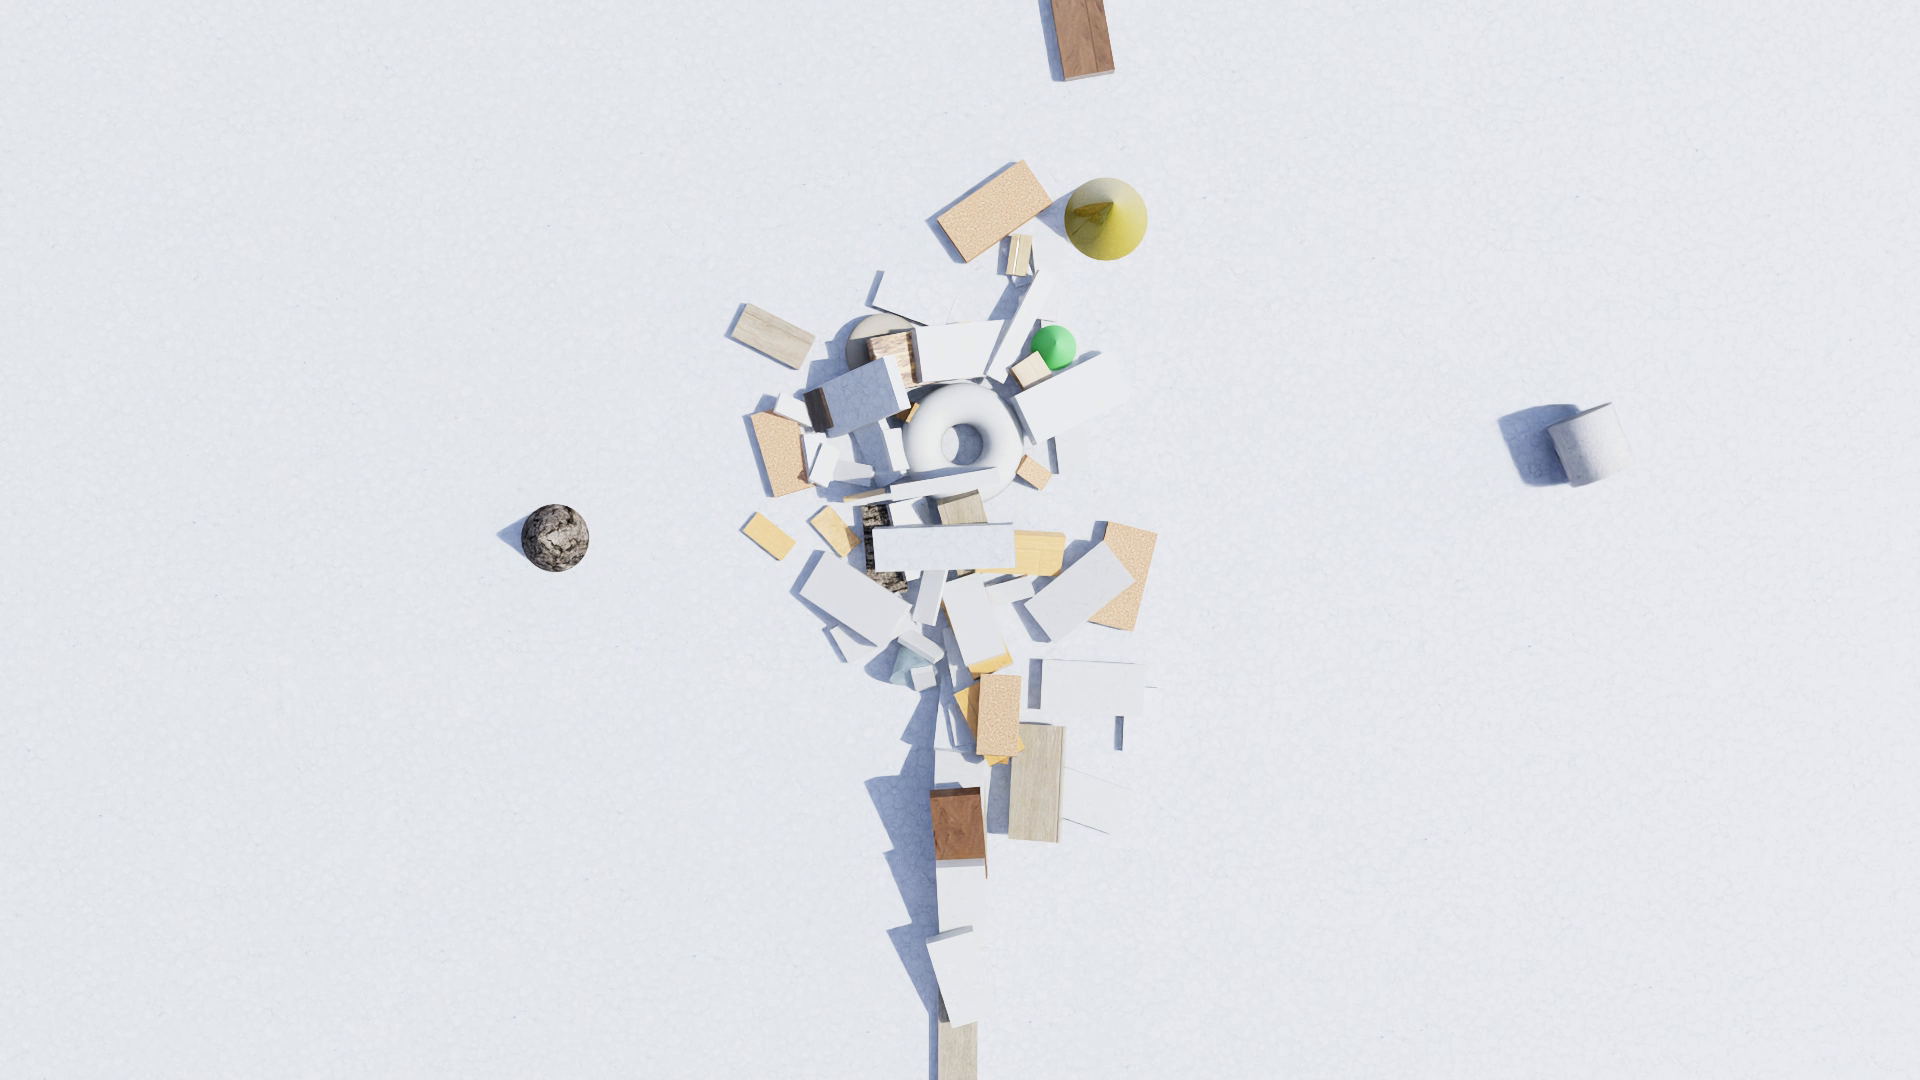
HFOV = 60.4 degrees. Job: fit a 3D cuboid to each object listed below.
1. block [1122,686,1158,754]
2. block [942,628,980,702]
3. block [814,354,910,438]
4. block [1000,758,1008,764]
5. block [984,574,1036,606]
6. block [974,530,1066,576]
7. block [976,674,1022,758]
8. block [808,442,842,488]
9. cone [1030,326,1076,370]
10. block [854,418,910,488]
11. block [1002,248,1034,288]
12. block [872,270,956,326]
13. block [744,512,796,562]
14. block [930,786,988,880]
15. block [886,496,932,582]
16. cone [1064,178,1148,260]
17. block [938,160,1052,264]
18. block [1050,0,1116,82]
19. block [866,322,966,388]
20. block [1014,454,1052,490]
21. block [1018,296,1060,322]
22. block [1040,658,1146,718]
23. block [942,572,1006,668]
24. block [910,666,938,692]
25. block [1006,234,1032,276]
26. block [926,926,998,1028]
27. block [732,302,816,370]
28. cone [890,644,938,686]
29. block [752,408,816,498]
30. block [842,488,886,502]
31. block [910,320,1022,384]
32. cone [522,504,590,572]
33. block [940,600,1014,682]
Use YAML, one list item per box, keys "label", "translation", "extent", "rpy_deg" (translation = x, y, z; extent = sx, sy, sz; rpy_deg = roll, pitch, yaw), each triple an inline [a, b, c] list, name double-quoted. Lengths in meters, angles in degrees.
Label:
- label: "block"
  translation: [0.598, 0.597, 5.485]
  extent: [0.108, 0.031, 0.217]
  rpy_deg: [2, 90, 0]
- label: "block"
  translation: [0.026, 0.405, 5.448]
  extent: [0.124, 0.035, 0.248]
  rpy_deg: [-12, 74, 0]
- label: "block"
  translation: [-0.320, -0.463, 5.357]
  extent: [0.356, 0.050, 0.178]
  rpy_deg: [-17, 90, 45]
- label: "block"
  translation: [0.160, 0.606, 5.438]
  extent: [0.035, 0.124, 0.248]
  rpy_deg: [10, 90, 0]
- label: "block"
  translation: [0.165, 0.167, 5.460]
  extent: [0.149, 0.021, 0.075]
  rpy_deg: [-15, 111, 14]
- label: "block"
  translation: [0.196, 0.040, 5.426]
  extent: [0.284, 0.040, 0.142]
  rpy_deg: [3, 115, -11]
- label: "block"
  translation: [0.126, 0.565, 5.320]
  extent: [0.130, 0.037, 0.259]
  rpy_deg: [2, 78, 6]
- label: "block"
  translation: [-0.448, -0.247, 5.447]
  extent: [0.068, 0.019, 0.136]
  rpy_deg: [26, 71, -21]
- label: "cone"
  translation: [0.311, -0.637, 5.393]
  extent: [0.152, 0.152, 0.152]
  rpy_deg: [0, 90, 0]
- label: "block"
  translation: [-0.268, -0.306, 5.445]
  extent: [0.125, 0.035, 0.249]
  rpy_deg: [-24, 90, 43]
- label: "block"
  translation: [0.195, -0.913, 5.490]
  extent: [0.068, 0.019, 0.135]
  rpy_deg: [-19, 90, 0]
- label: "block"
  translation: [-0.151, -0.795, 5.482]
  extent: [0.249, 0.035, 0.125]
  rpy_deg: [20, 90, 0]
- label: "block"
  translation: [-0.632, -0.012, 5.489]
  extent: [0.162, 0.023, 0.081]
  rpy_deg: [39, 90, 0]
- label: "block"
  translation: [-0.003, 0.953, 5.331]
  extent: [0.162, 0.046, 0.324]
  rpy_deg: [-4, 113, 1]
- label: "block"
  translation: [-0.149, -0.005, 5.456]
  extent: [0.130, 0.037, 0.259]
  rpy_deg: [-14, 93, -18]
- label: "cone"
  translation: [0.487, -1.070, 5.361]
  extent: [0.279, 0.279, 0.279]
  rpy_deg: [0, 90, 0]
- label: "block"
  translation: [0.115, -1.090, 5.476]
  extent: [0.346, 0.049, 0.173]
  rpy_deg: [-35, 90, 0]
- label: "block"
  translation: [0.401, -1.707, 5.476]
  extent: [0.168, 0.048, 0.336]
  rpy_deg: [-10, 90, 0]
- label: "block"
  translation: [-0.116, -0.599, 5.407]
  extent: [0.356, 0.050, 0.178]
  rpy_deg: [-13, 93, -22]
- label: "block"
  translation: [0.243, -0.222, 5.449]
  extent: [0.135, 0.019, 0.067]
  rpy_deg: [34, 90, -40]
- label: "block"
  translation: [0.259, -0.766, 5.460]
  extent: [0.135, 0.019, 0.068]
  rpy_deg: [8, 90, 0]
- label: "block"
  translation: [0.440, 0.489, 5.457]
  extent: [0.338, 0.048, 0.169]
  rpy_deg: [3, 90, 6]
- label: "block"
  translation: [0.041, 0.261, 5.408]
  extent: [0.141, 0.040, 0.283]
  rpy_deg: [-18, 75, -3]
- label: "block"
  translation: [-0.119, 0.456, 5.433]
  extent: [0.071, 0.142, 0.020]
  rpy_deg: [-10, 61, 0]
- label: "block"
  translation: [0.198, -0.944, 5.466]
  extent: [0.067, 0.019, 0.135]
  rpy_deg: [9, 93, 6]
- label: "block"
  translation: [0.007, 1.431, 5.404]
  extent: [0.158, 0.045, 0.315]
  rpy_deg: [-16, 104, 0]
- label: "block"
  translation: [-0.619, -0.677, 5.482]
  extent: [0.249, 0.035, 0.125]
  rpy_deg: [27, 90, 0]
- label: "cone"
  translation: [-0.168, 0.376, 5.464]
  extent: [0.159, 0.159, 0.159]
  rpy_deg: [-13, 63, 0]
- label: "block"
  translation: [-0.585, -0.297, 5.480]
  extent: [0.141, 0.040, 0.283]
  rpy_deg: [-16, 90, 0]
- label: "block"
  translation: [-0.316, -0.148, 5.465]
  extent: [0.139, 0.069, 0.020]
  rpy_deg: [-12, 90, 0]
- label: "block"
  translation: [0.023, -0.619, 5.409]
  extent: [0.355, 0.050, 0.178]
  rpy_deg: [-8, 91, -22]
- label: "cone"
  translation: [-1.350, -0.006, 5.386]
  extent: [0.228, 0.228, 0.228]
  rpy_deg: [0, 90, 0]
- label: "block"
  translation: [0.055, 0.307, 5.435]
  extent: [0.141, 0.040, 0.283]
  rpy_deg: [-23, 74, -3]
